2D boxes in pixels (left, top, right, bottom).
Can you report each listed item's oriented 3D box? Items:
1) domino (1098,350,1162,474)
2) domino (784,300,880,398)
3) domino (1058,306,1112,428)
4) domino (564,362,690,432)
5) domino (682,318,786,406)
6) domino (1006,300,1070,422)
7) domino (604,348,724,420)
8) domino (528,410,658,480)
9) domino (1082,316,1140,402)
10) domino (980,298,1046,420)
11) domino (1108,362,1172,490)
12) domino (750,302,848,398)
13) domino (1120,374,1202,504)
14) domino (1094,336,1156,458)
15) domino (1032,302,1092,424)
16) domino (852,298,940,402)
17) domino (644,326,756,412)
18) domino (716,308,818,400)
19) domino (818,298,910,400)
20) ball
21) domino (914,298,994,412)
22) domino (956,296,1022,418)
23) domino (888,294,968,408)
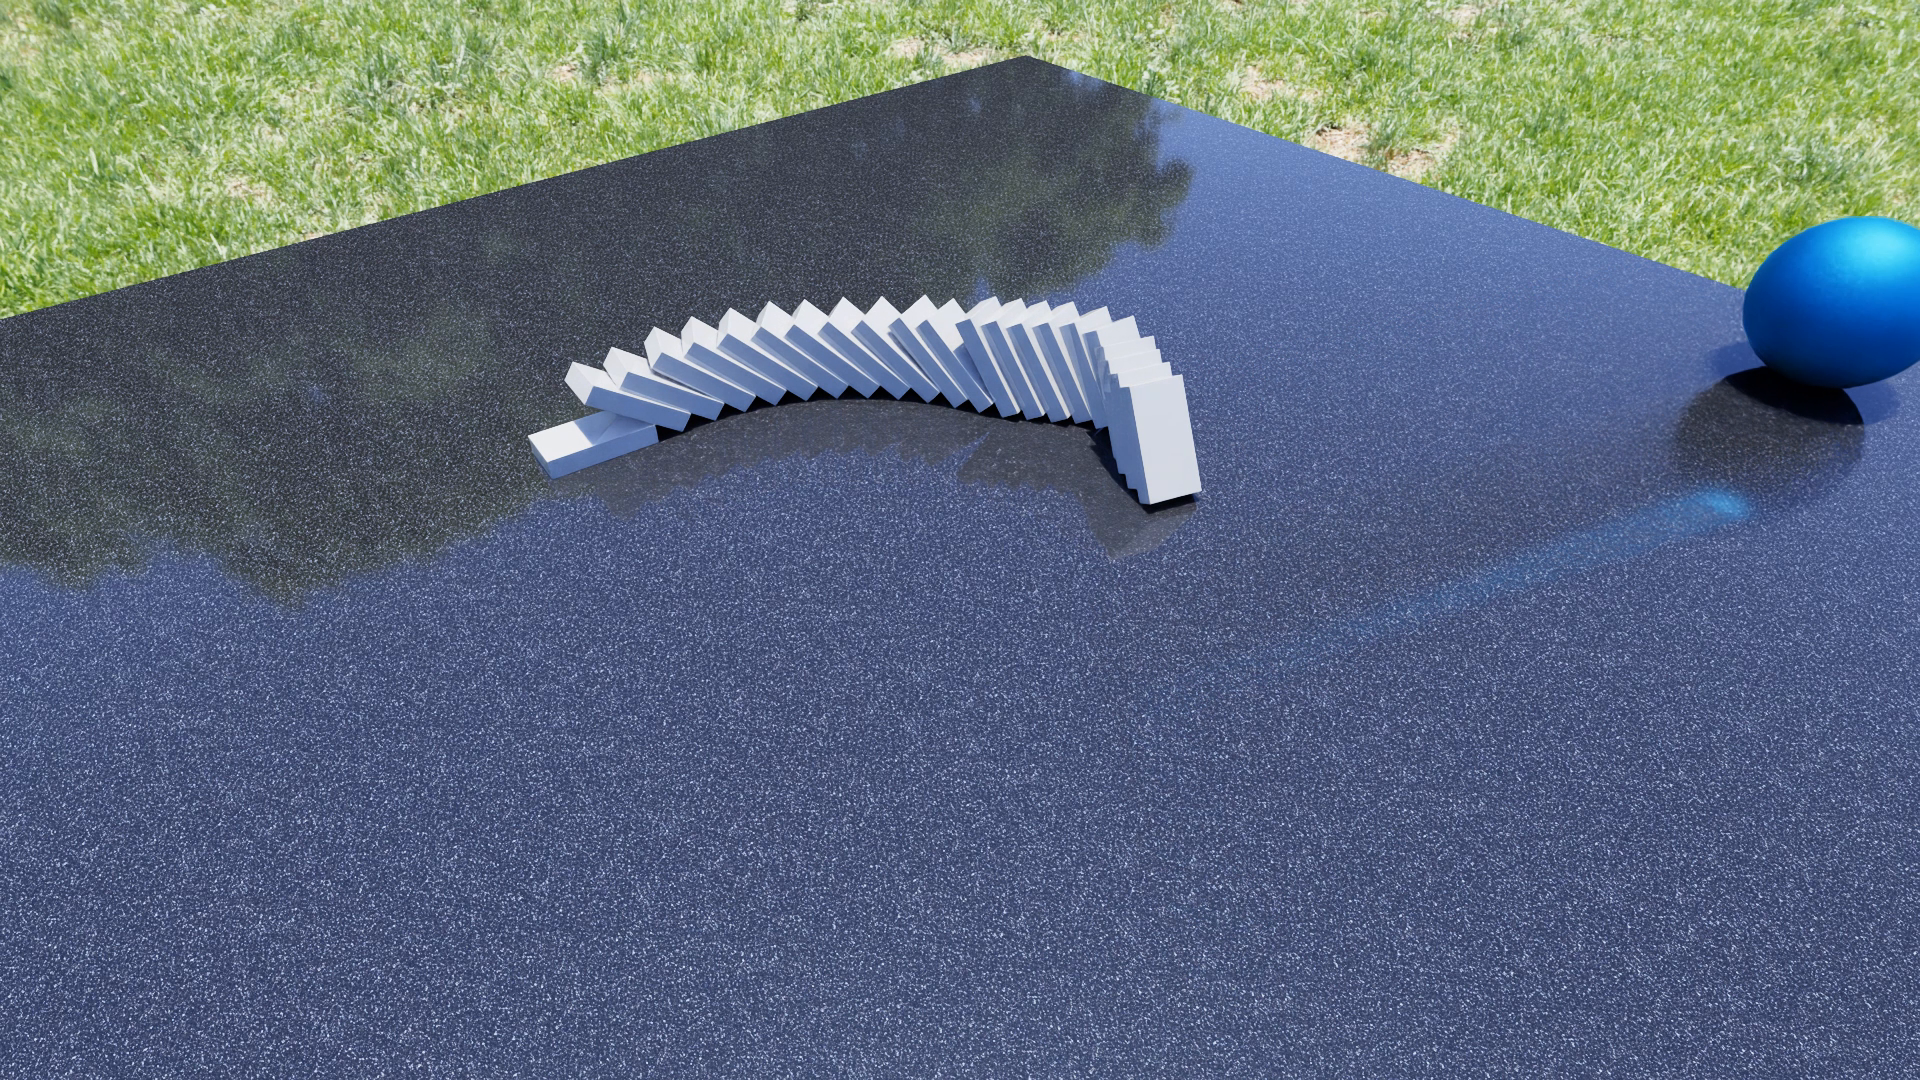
[{"bbox_3d":[0.078,-0.056,0.482,0.025,0.050,0.010,-14,9,-17],"label":"domino"},{"bbox_3d":[-0.060,-0.093,0.533,0.050,0.009,0.025,35,35,-21],"label":"domino"},{"bbox_3d":[0.065,-0.080,0.510,0.025,0.050,0.009,-33,17,-38],"label":"domino"},{"bbox_3d":[-0.150,-0.065,0.500,0.050,0.009,0.025,14,21,-47],"label":"domino"},{"bbox_3d":[-0.108,-0.085,0.524,0.050,0.009,0.025,26,27,-33],"label":"domino"},{"bbox_3d":[0.042,-0.083,0.515,0.010,0.050,0.025,-10,27,41],"label":"domino"},{"bbox_3d":[-0.137,-0.072,0.510,0.050,0.009,0.025,16,23,-43],"label":"domino"},{"bbox_3d":[-0.166,-0.046,0.499,0.050,0.010,0.025,-24,45,-27],"label":"domino"},{"bbox_3d":[0.075,-0.074,0.503,0.025,0.050,0.010,-26,13,-34],"label":"domino"},{"bbox_3d":[0.030,-0.085,0.517,0.009,0.050,0.025,-10,27,41],"label":"domino"},{"bbox_3d":[0.081,-0.049,0.474,0.025,0.050,0.009,-14,9,-17],"label":"domino"},{"bbox_3d":[-0.076,-0.092,0.532,0.050,0.010,0.025,33,33,-23],"label":"domino"},{"bbox_3d":[0.085,-0.042,0.465,0.025,0.050,0.010,-14,10,-17],"label":"domino"},{"bbox_3d":[0.078,-0.064,0.491,0.025,0.050,0.009,-14,9,-17],"label":"domino"},{"bbox_3d":[0.053,-0.083,0.514,0.009,0.050,0.025,-10,25,41],"label":"domino"},{"bbox_3d":[-0.027,-0.092,0.532,0.050,0.009,0.025,42,41,-13],"label":"domino"},{"bbox_3d":[-0.122,-0.080,0.518,0.050,0.009,0.025,24,24,-37],"label":"domino"},{"bbox_3d":[-0.092,-0.089,0.529,0.050,0.009,0.025,30,29,-28],"label":"domino"},{"bbox_3d":[-0.043,-0.093,0.534,0.050,0.009,0.025,38,38,-16],"label":"domino"},{"bbox_3d":[0.423,-0.113,0.525,0.080,0.080,0.080,0,39,0],"label":"ball"},{"bbox_3d":[0.003,-0.088,0.525,0.050,0.009,0.025,52,46,-9],"label":"domino"},{"bbox_3d":[0.018,-0.086,0.518,0.010,0.050,0.025,-10,27,40],"label":"domino"},{"bbox_3d":[-0.010,-0.091,0.529,0.050,0.010,0.025,50,46,-11],"label":"domino"}]
